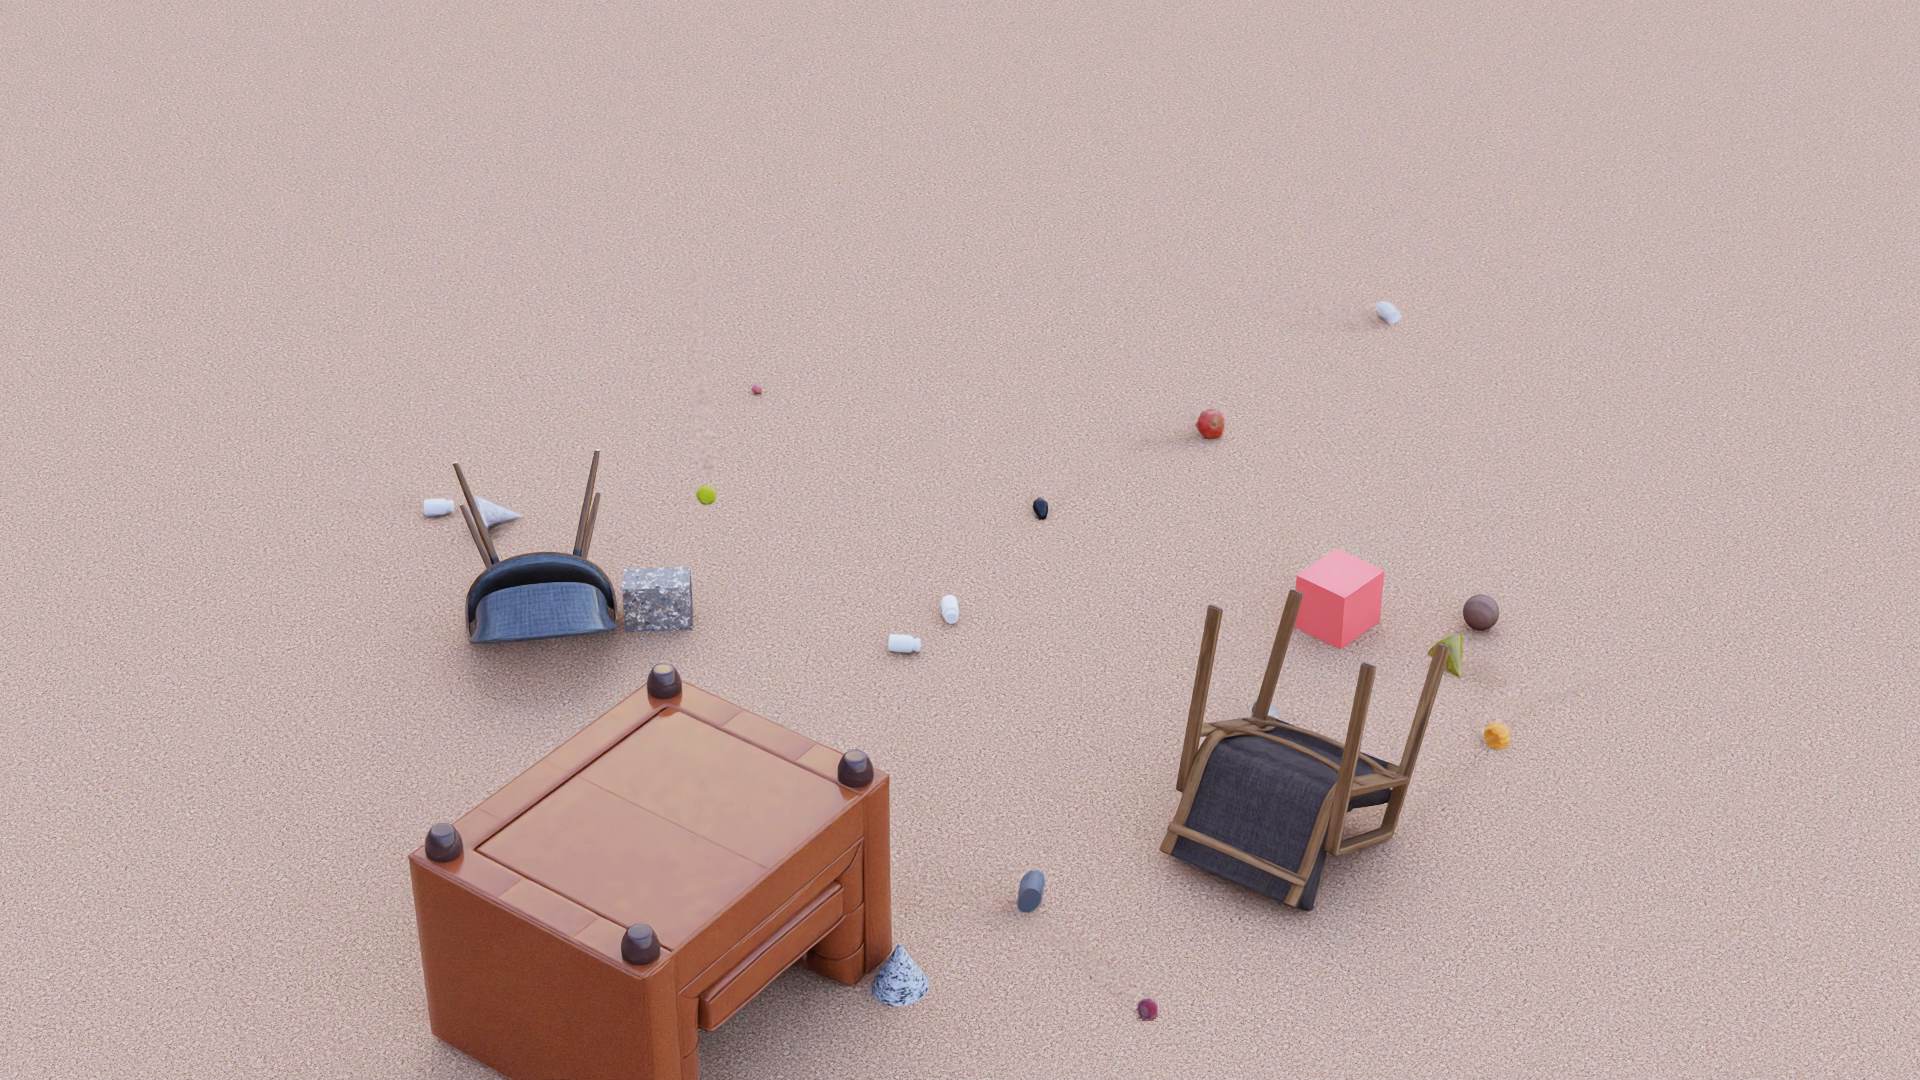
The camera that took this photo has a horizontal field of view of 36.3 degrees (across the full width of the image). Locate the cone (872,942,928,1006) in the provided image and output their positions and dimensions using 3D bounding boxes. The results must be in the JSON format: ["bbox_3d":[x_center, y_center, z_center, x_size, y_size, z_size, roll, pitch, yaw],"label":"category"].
[{"bbox_3d":[-0.181,1.280,8.840,0.171,0.178,0.180,25,41,32],"label":"cone"}]

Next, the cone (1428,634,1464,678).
[{"bbox_3d":[1.722,0.426,10.240,0.106,0.154,0.141,6,54,-40],"label":"cone"}]

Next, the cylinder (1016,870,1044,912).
[{"bbox_3d":[0.221,1.100,9.186,0.069,0.102,0.093,22,34,-5],"label":"cylinder"}]

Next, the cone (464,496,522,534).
[{"bbox_3d":[-1.737,-0.092,11.024,0.207,0.139,0.145,2,40,-32],"label":"cone"}]

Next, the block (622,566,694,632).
[{"bbox_3d":[-1.077,0.211,10.457,0.238,0.183,0.133,-2,33,-3],"label":"block"}]

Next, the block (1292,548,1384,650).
[{"bbox_3d":[1.346,0.208,10.428,0.212,0.220,0.235,27,42,35],"label":"block"}]
